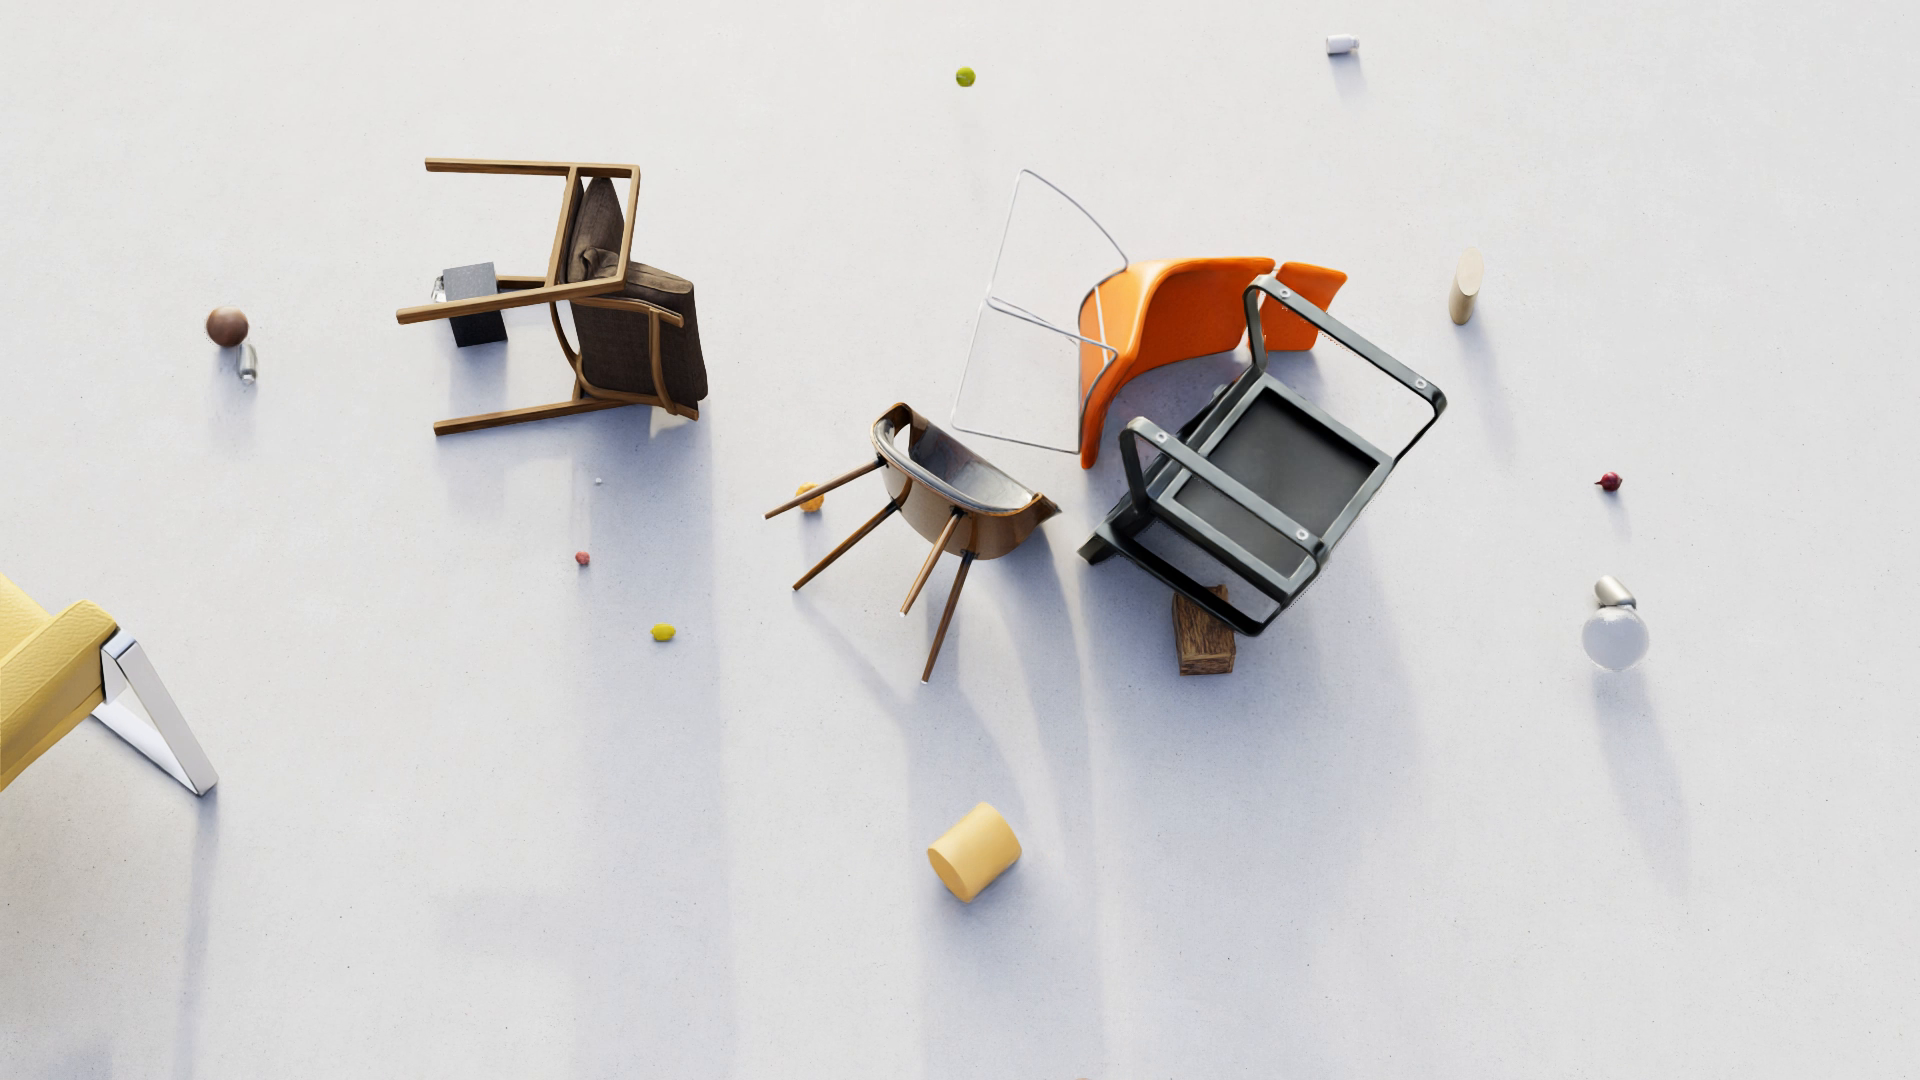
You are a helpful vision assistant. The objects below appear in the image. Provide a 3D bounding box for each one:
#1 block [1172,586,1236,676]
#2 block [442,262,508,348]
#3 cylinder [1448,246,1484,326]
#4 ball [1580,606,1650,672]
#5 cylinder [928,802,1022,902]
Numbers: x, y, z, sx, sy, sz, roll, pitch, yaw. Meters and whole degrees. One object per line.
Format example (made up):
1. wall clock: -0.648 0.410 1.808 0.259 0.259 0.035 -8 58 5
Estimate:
1. block: 0.700 0.260 6.328 0.150 0.119 0.224 -3 56 -2
2. block: -1.535 -0.745 6.969 0.160 0.175 0.180 -10 57 -7
3. cylinder: 1.618 -0.812 7.030 0.083 0.147 0.208 10 57 6
4. ball: 1.868 0.283 6.271 0.188 0.188 0.188 0 56 0
5. cylinder: 0.040 0.839 5.906 0.195 0.189 0.147 -38 25 -22
